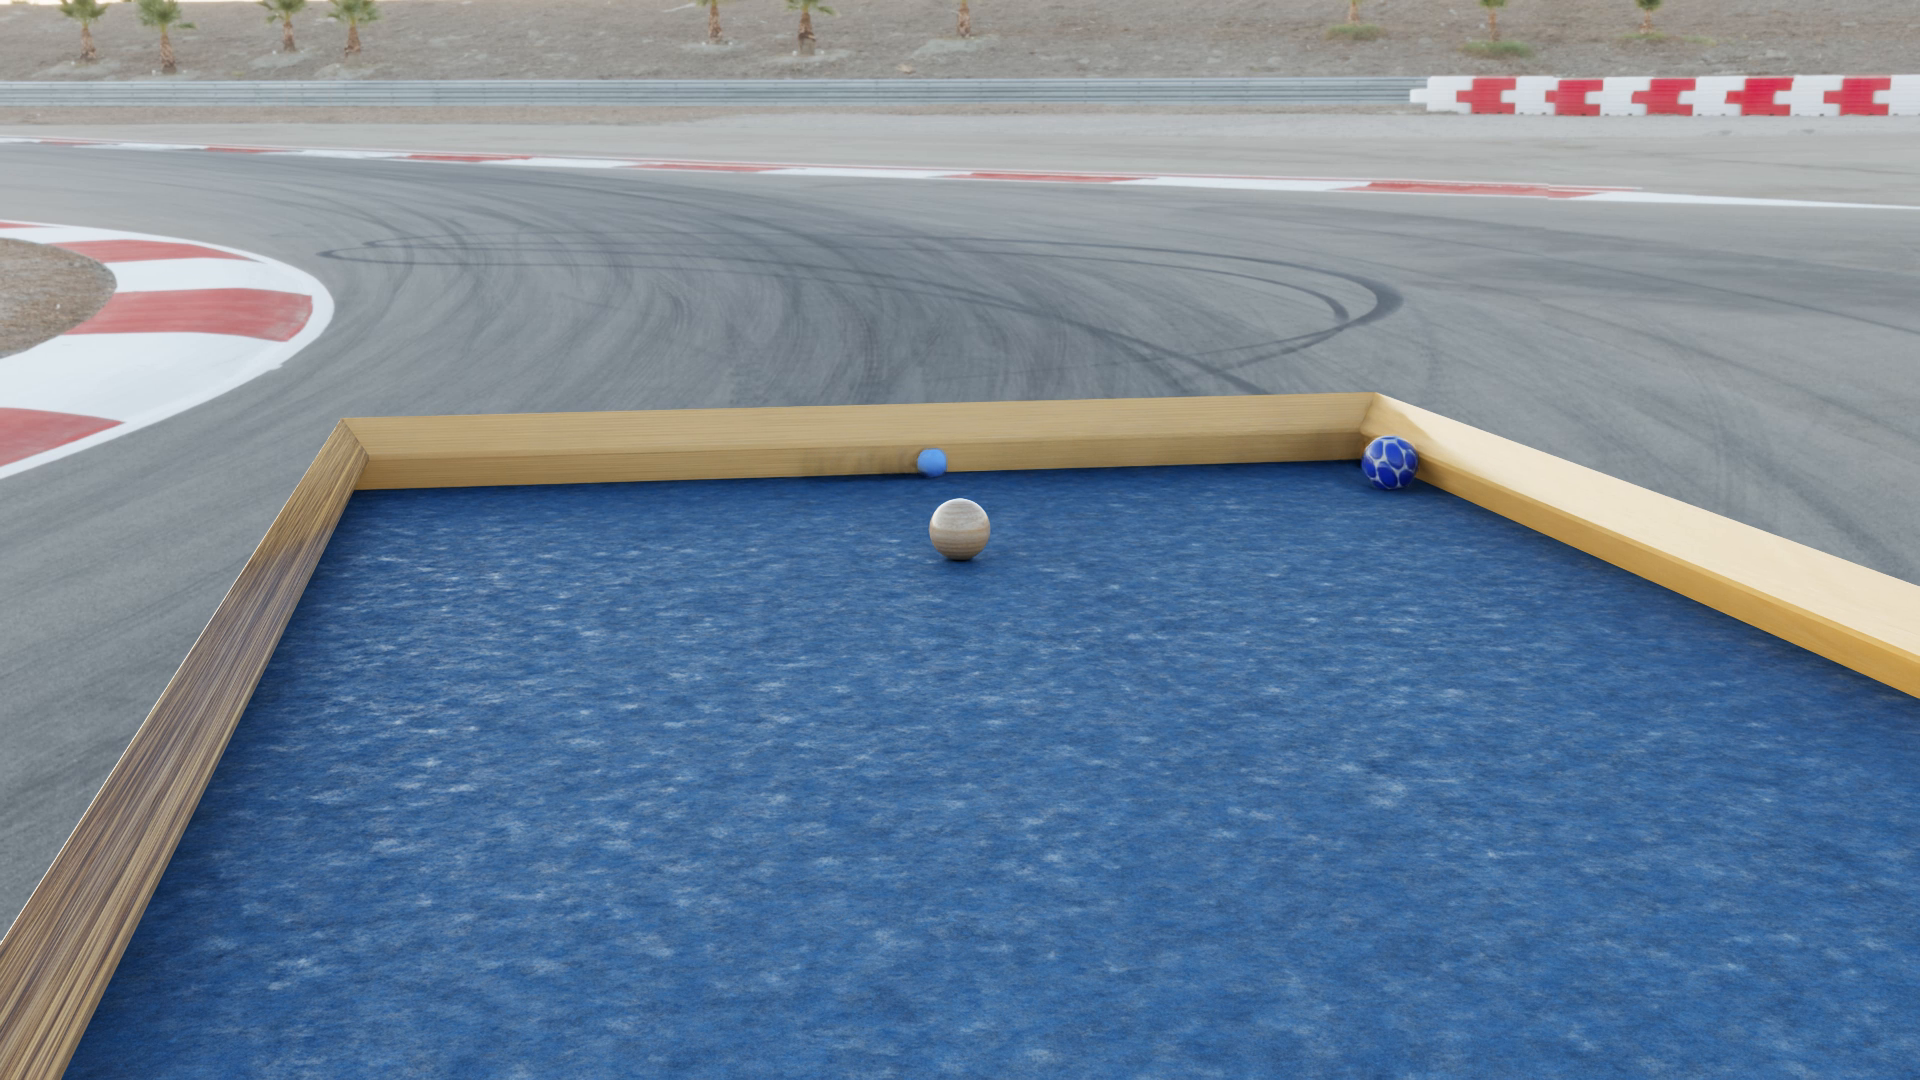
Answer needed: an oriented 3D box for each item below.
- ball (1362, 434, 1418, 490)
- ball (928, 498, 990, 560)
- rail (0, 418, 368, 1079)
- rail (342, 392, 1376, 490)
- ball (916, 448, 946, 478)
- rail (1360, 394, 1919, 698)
[{"bbox_3d":[0.703,-0.127,3.598,0.090,0.090,0.090,0,11,0],"label":"ball"},{"bbox_3d":[0.000,-0.015,3.051,0.086,0.086,0.086,0,11,0],"label":"ball"},{"bbox_3d":[-0.714,0.152,2.138,0.045,0.117,3.022,-2,12,-10],"label":"rail"},{"bbox_3d":[-0.132,-0.167,3.725,1.775,0.117,0.045,-2,12,-10],"label":"rail"},{"bbox_3d":[-0.048,-0.130,3.717,0.050,0.050,0.050,0,11,0],"label":"ball"},{"bbox_3d":[0.985,0.091,2.443,0.045,0.117,3.022,-2,12,-10],"label":"rail"}]
